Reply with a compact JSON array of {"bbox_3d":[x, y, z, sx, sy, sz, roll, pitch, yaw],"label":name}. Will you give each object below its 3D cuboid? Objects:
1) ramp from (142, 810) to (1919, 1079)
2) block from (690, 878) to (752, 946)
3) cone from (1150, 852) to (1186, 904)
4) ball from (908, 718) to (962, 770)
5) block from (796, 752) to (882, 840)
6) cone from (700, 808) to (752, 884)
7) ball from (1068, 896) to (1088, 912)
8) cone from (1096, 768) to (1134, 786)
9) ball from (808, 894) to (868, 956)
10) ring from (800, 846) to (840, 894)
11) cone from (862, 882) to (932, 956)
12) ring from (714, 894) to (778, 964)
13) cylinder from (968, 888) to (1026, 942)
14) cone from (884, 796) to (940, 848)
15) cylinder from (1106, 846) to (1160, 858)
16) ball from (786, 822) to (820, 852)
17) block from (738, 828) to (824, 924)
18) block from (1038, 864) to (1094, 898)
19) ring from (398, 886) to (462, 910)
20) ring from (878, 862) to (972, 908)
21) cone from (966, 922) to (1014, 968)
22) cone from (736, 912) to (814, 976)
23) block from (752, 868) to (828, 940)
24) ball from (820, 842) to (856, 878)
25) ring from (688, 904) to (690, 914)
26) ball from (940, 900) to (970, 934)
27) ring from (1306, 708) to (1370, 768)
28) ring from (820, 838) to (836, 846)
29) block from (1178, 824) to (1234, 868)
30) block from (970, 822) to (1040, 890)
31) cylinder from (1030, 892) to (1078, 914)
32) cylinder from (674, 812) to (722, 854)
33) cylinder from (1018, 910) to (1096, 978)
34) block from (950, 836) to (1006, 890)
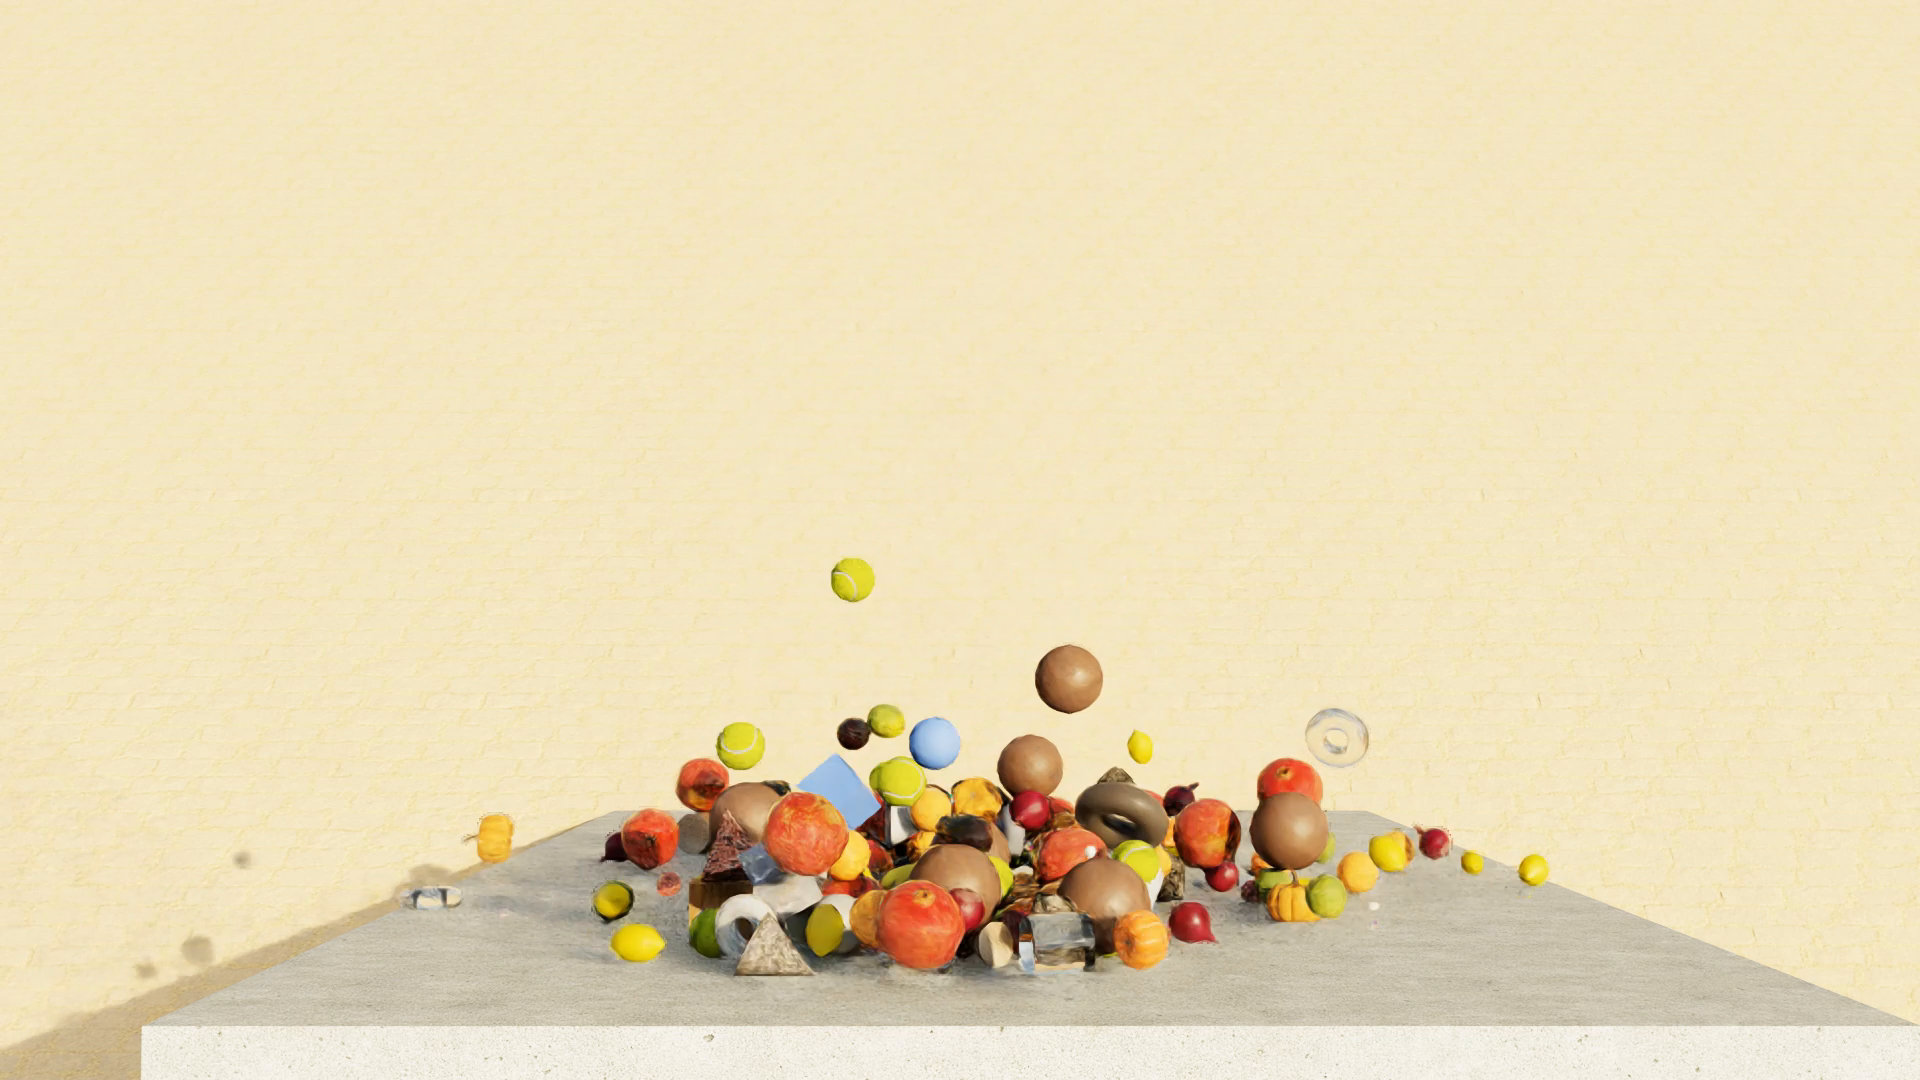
[{"bbox_3d":[0.081,0.683,4.918,2.000,0.100,4.000,0,-2,0],"label":"ramp"},{"bbox_3d":[-0.345,0.538,3.762,0.090,0.090,0.090,0,-2,-4],"label":"block"},{"bbox_3d":[0.351,0.576,4.304,0.091,0.091,0.091,-13,19,-17],"label":"cone"},{"bbox_3d":[-0.047,0.374,4.785,0.097,0.097,0.097,0,37,0],"label":"ball"},{"bbox_3d":[-0.196,0.415,4.211,0.084,0.084,0.084,-40,55,-2],"label":"block"},{"bbox_3d":[-0.326,0.428,3.695,0.099,0.099,0.099,-6,73,-9],"label":"cone"},{"bbox_3d":[0.174,0.559,3.883,0.057,0.057,0.057,0,37,0],"label":"ball"},{"bbox_3d":[0.230,0.427,4.289,0.090,0.090,0.090,-20,19,42],"label":"cone"},{"bbox_3d":[-0.169,0.533,3.613,0.085,0.085,0.085,0,37,0],"label":"ball"},{"bbox_3d":[-0.225,0.527,4.124,0.086,0.086,0.029,25,28,30],"label":"ring"},{"bbox_3d":[-0.088,0.514,3.564,0.097,0.097,0.097,-2,71,-3],"label":"cone"},{"bbox_3d":[-0.284,0.520,3.469,0.098,0.098,0.033,21,15,25],"label":"ring"},{"bbox_3d":[0.054,0.544,3.748,0.076,0.076,0.076,-4,-2,-6],"label":"cylinder"},{"bbox_3d":[-0.077,0.474,4.375,0.089,0.089,0.089,1,36,-10],"label":"cone"},{"bbox_3d":[0.304,0.545,4.572,0.087,0.087,0.087,-14,37,1],"label":"cylinder"},{"bbox_3d":[-0.300,0.567,4.877,0.078,0.078,0.078,0,37,0],"label":"ball"},{"bbox_3d":[-0.249,0.467,3.607,0.078,0.078,0.078,-29,35,-7],"label":"block"},{"bbox_3d":[0.165,0.549,4.056,0.075,0.075,0.075,0,72,-5],"label":"block"},{"bbox_3d":[-0.868,0.587,4.263,0.104,0.035,0.104,-1,-6,0],"label":"ring"},{"bbox_3d":[-0.050,0.504,3.792,0.138,0.138,0.046,-4,69,-5],"label":"ring"},{"bbox_3d":[0.029,0.542,3.482,0.061,0.061,0.061,-35,15,-38],"label":"cone"},{"bbox_3d":[-0.229,0.545,3.381,0.093,0.093,0.093,27,41,5],"label":"cone"},{"bbox_3d":[-0.264,0.540,3.874,0.095,0.095,0.095,-1,-3,31],"label":"block"},{"bbox_3d":[-0.224,0.574,4.561,0.086,0.086,0.086,0,37,0],"label":"ball"},{"bbox_3d":[-0.381,0.559,3.995,0.077,0.026,0.077,-11,43,11],"label":"ring"},{"bbox_3d":[-0.006,0.563,3.896,0.051,0.051,0.051,0,37,0],"label":"ball"},{"bbox_3d":[0.648,0.340,4.468,0.112,0.112,0.037,12,28,16],"label":"ring"},{"bbox_3d":[-0.312,0.620,5.179,0.143,0.048,0.143,-1,-4,0],"label":"ring"},{"bbox_3d":[0.484,0.601,5.111,0.080,0.080,0.080,1,-3,-31],"label":"block"},{"bbox_3d":[0.082,0.553,4.555,0.095,0.095,0.095,-17,79,5],"label":"block"},{"bbox_3d":[0.119,0.500,3.421,0.057,0.057,0.057,12,72,15],"label":"cylinder"},{"bbox_3d":[-0.532,0.607,5.391,0.084,0.084,0.084,21,7,26],"label":"cylinder"},{"bbox_3d":[0.120,0.503,3.239,0.077,0.077,0.077,-2,36,-14],"label":"cylinder"},{"bbox_3d":[0.038,0.578,4.662,0.087,0.087,0.087,-1,-3,18],"label":"block"}]
